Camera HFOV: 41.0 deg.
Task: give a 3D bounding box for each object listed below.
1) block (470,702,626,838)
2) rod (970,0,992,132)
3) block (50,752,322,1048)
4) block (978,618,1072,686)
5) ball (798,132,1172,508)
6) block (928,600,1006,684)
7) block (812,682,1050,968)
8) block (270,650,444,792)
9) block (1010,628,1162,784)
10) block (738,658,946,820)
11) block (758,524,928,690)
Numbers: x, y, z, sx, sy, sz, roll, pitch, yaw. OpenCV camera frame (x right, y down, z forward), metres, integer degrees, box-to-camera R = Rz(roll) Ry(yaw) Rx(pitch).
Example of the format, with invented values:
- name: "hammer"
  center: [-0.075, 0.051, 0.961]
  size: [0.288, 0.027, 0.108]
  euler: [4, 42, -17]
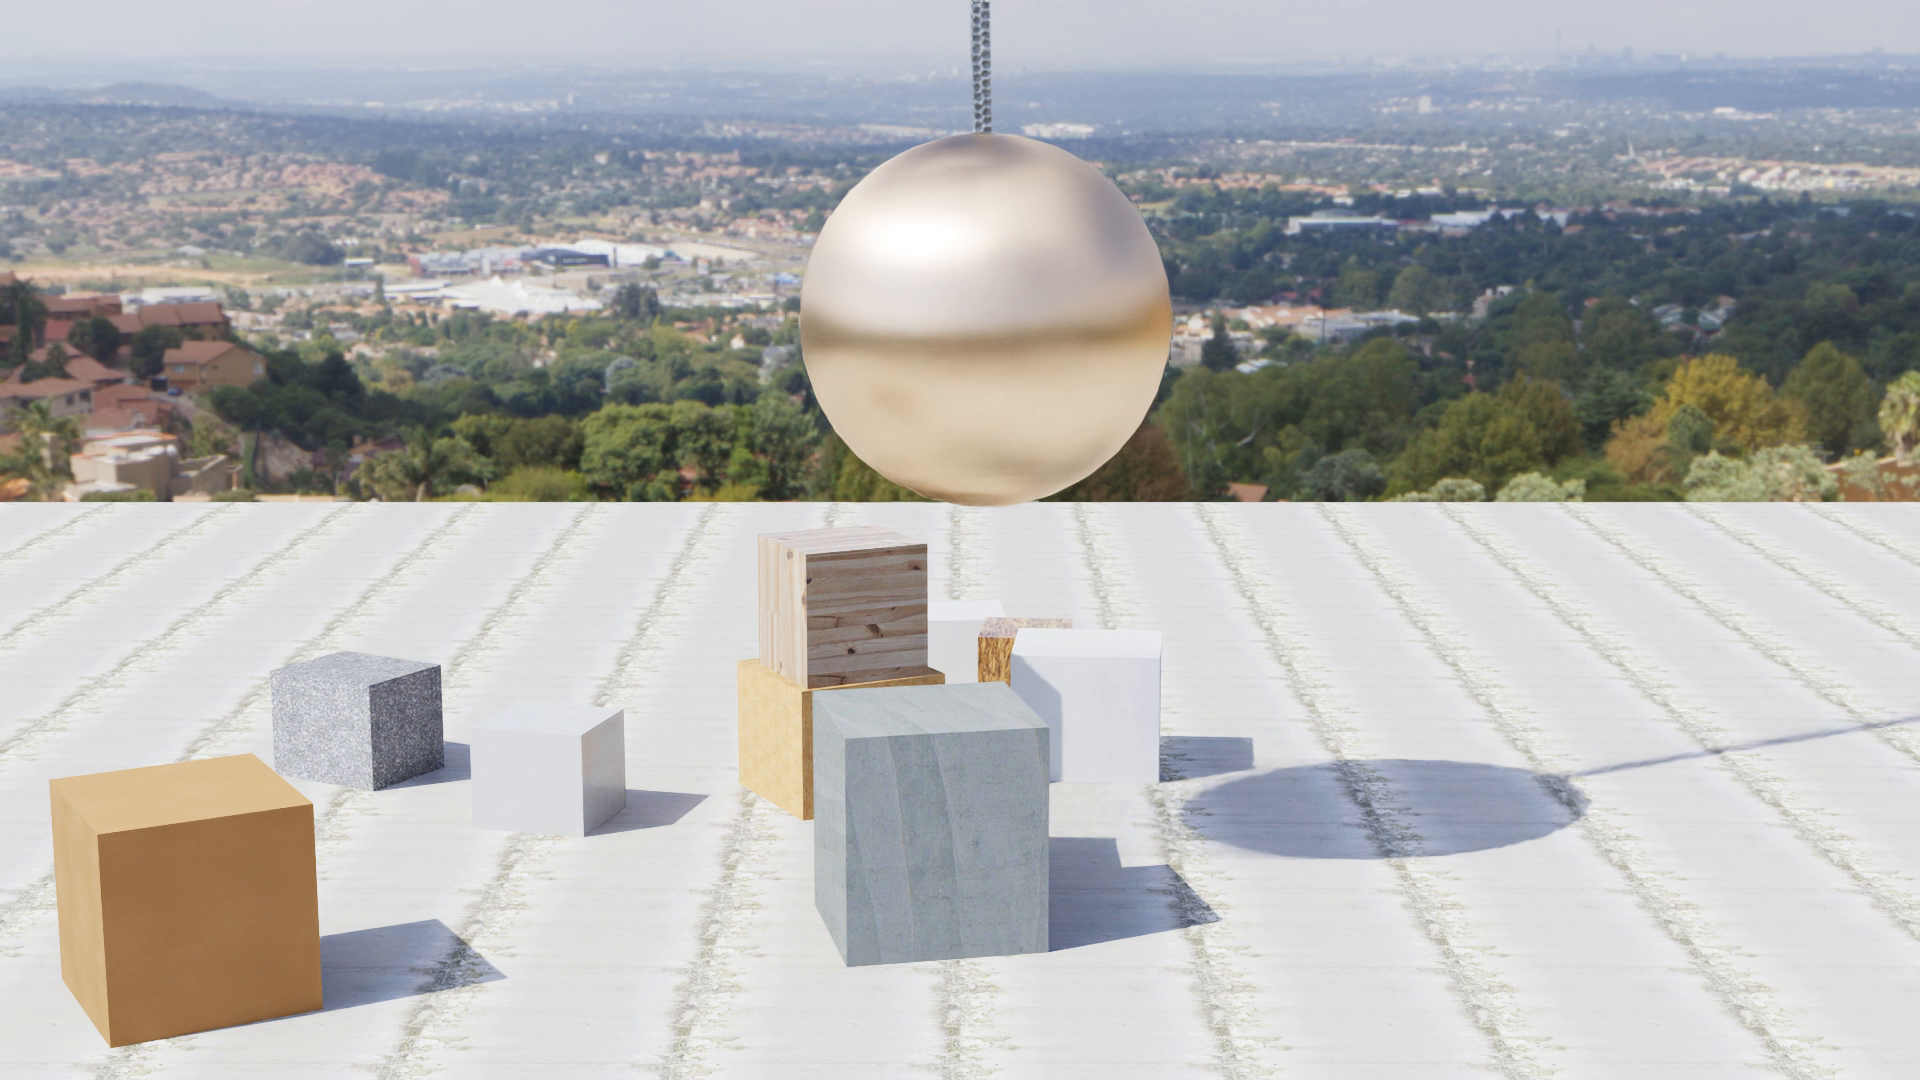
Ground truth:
- name: "block"
  center: [-1.957, 1.086, 12.224]
  size: [0.561, 0.490, 0.525]
  euler: [3, 11, 14]
- name: "rod"
  center: [0.047, -4.285, 10.401]
  size: [0.080, 5.200, 0.080]
  euler: [-1, 10, 0]
- name: "block"
  center: [-2.975, 1.356, 9.843]
  size: [0.786, 0.810, 0.846]
  euler: [-6, 12, -30]
- name: "block"
  center: [0.365, 0.725, 14.225]
  size: [0.482, 0.485, 0.528]
  euler: [1, 10, 6]
- name: "ball"
  center: [0.108, -0.940, 11.009]
  size: [1.600, 1.600, 1.600]
  euler: [0, 10, 0]
- name: "block"
  center: [-0.002, 0.634, 14.767]
  size: [0.504, 0.469, 0.541]
  euler: [-1, 10, -4]
- name: "block"
  center: [-0.132, 1.153, 10.600]
  size: [0.827, 0.939, 0.805]
  euler: [-2, 11, -12]
- name: "block"
  center: [-3.060, 0.912, 13.043]
  size: [0.658, 0.540, 0.530]
  euler: [6, 12, 29]
- name: "block"
  center: [0.651, 0.841, 13.140]
  size: [0.746, 0.645, 0.646]
  euler: [1, 10, 5]
- name: "block"
  center: [-0.589, 0.935, 12.660]
  size: [0.772, 0.631, 0.746]
  euler: [-6, 12, -28]
- name: "block"
  center: [-0.573, 0.314, 12.495]
  size: [0.635, 0.650, 0.597]
  euler: [-5, 11, -26]
